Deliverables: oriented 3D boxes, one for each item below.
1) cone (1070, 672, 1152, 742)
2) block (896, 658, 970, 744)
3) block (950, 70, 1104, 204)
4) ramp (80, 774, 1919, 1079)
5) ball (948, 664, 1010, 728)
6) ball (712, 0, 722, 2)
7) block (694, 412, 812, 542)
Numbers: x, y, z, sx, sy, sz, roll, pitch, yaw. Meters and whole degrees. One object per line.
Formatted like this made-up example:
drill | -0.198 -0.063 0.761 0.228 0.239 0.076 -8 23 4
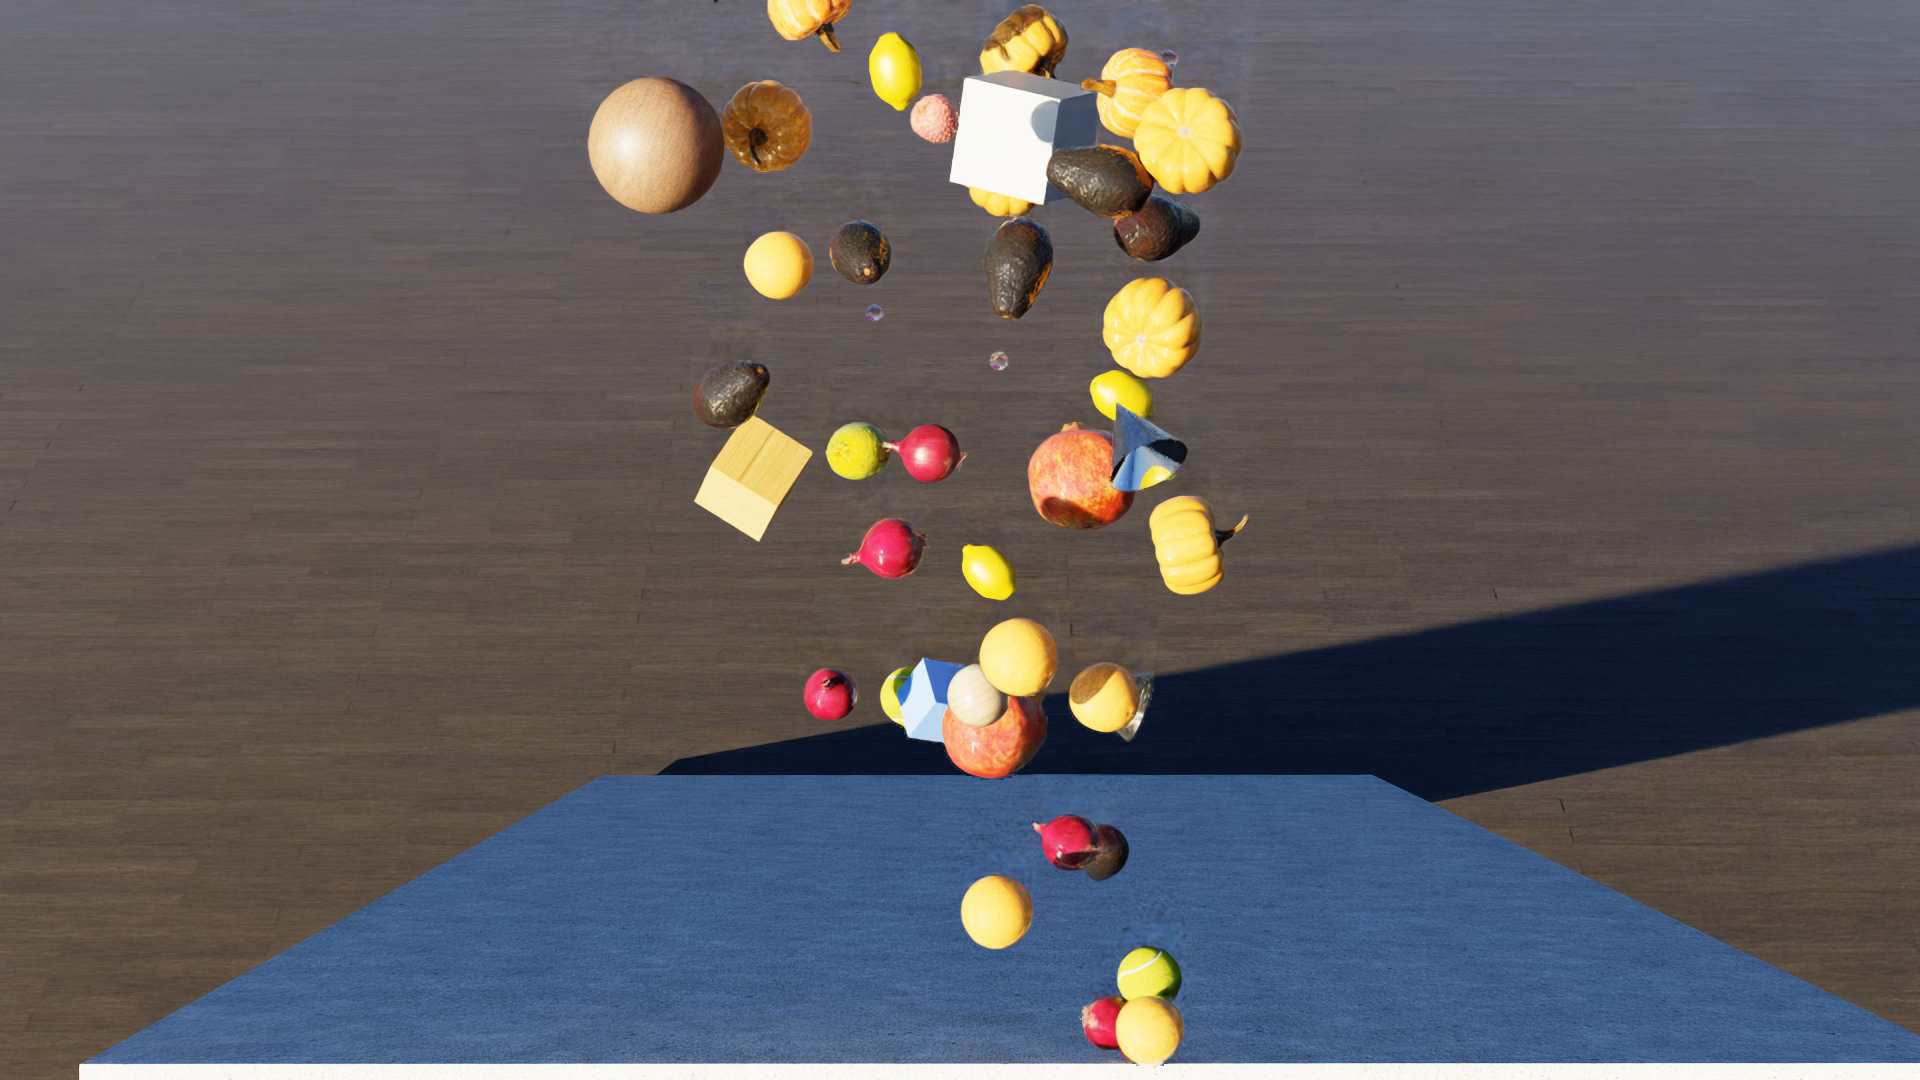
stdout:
cone | 0.158 0.170 2.847 0.081 0.081 0.081 19 32 -7
block | -0.023 0.183 2.935 0.064 0.064 0.064 11 43 -31
block | 0.064 -0.387 2.478 0.100 0.100 0.100 17 21 23
ramp | 0.072 0.631 4.730 2.000 0.100 4.000 0 -1 0
ball | 0.019 0.153 2.553 0.062 0.062 0.062 0 32 0
ball | -0.226 -0.542 2.398 0.086 0.086 0.086 0 32 0
block | -0.218 -0.067 2.735 0.080 0.080 0.080 32 57 -1
